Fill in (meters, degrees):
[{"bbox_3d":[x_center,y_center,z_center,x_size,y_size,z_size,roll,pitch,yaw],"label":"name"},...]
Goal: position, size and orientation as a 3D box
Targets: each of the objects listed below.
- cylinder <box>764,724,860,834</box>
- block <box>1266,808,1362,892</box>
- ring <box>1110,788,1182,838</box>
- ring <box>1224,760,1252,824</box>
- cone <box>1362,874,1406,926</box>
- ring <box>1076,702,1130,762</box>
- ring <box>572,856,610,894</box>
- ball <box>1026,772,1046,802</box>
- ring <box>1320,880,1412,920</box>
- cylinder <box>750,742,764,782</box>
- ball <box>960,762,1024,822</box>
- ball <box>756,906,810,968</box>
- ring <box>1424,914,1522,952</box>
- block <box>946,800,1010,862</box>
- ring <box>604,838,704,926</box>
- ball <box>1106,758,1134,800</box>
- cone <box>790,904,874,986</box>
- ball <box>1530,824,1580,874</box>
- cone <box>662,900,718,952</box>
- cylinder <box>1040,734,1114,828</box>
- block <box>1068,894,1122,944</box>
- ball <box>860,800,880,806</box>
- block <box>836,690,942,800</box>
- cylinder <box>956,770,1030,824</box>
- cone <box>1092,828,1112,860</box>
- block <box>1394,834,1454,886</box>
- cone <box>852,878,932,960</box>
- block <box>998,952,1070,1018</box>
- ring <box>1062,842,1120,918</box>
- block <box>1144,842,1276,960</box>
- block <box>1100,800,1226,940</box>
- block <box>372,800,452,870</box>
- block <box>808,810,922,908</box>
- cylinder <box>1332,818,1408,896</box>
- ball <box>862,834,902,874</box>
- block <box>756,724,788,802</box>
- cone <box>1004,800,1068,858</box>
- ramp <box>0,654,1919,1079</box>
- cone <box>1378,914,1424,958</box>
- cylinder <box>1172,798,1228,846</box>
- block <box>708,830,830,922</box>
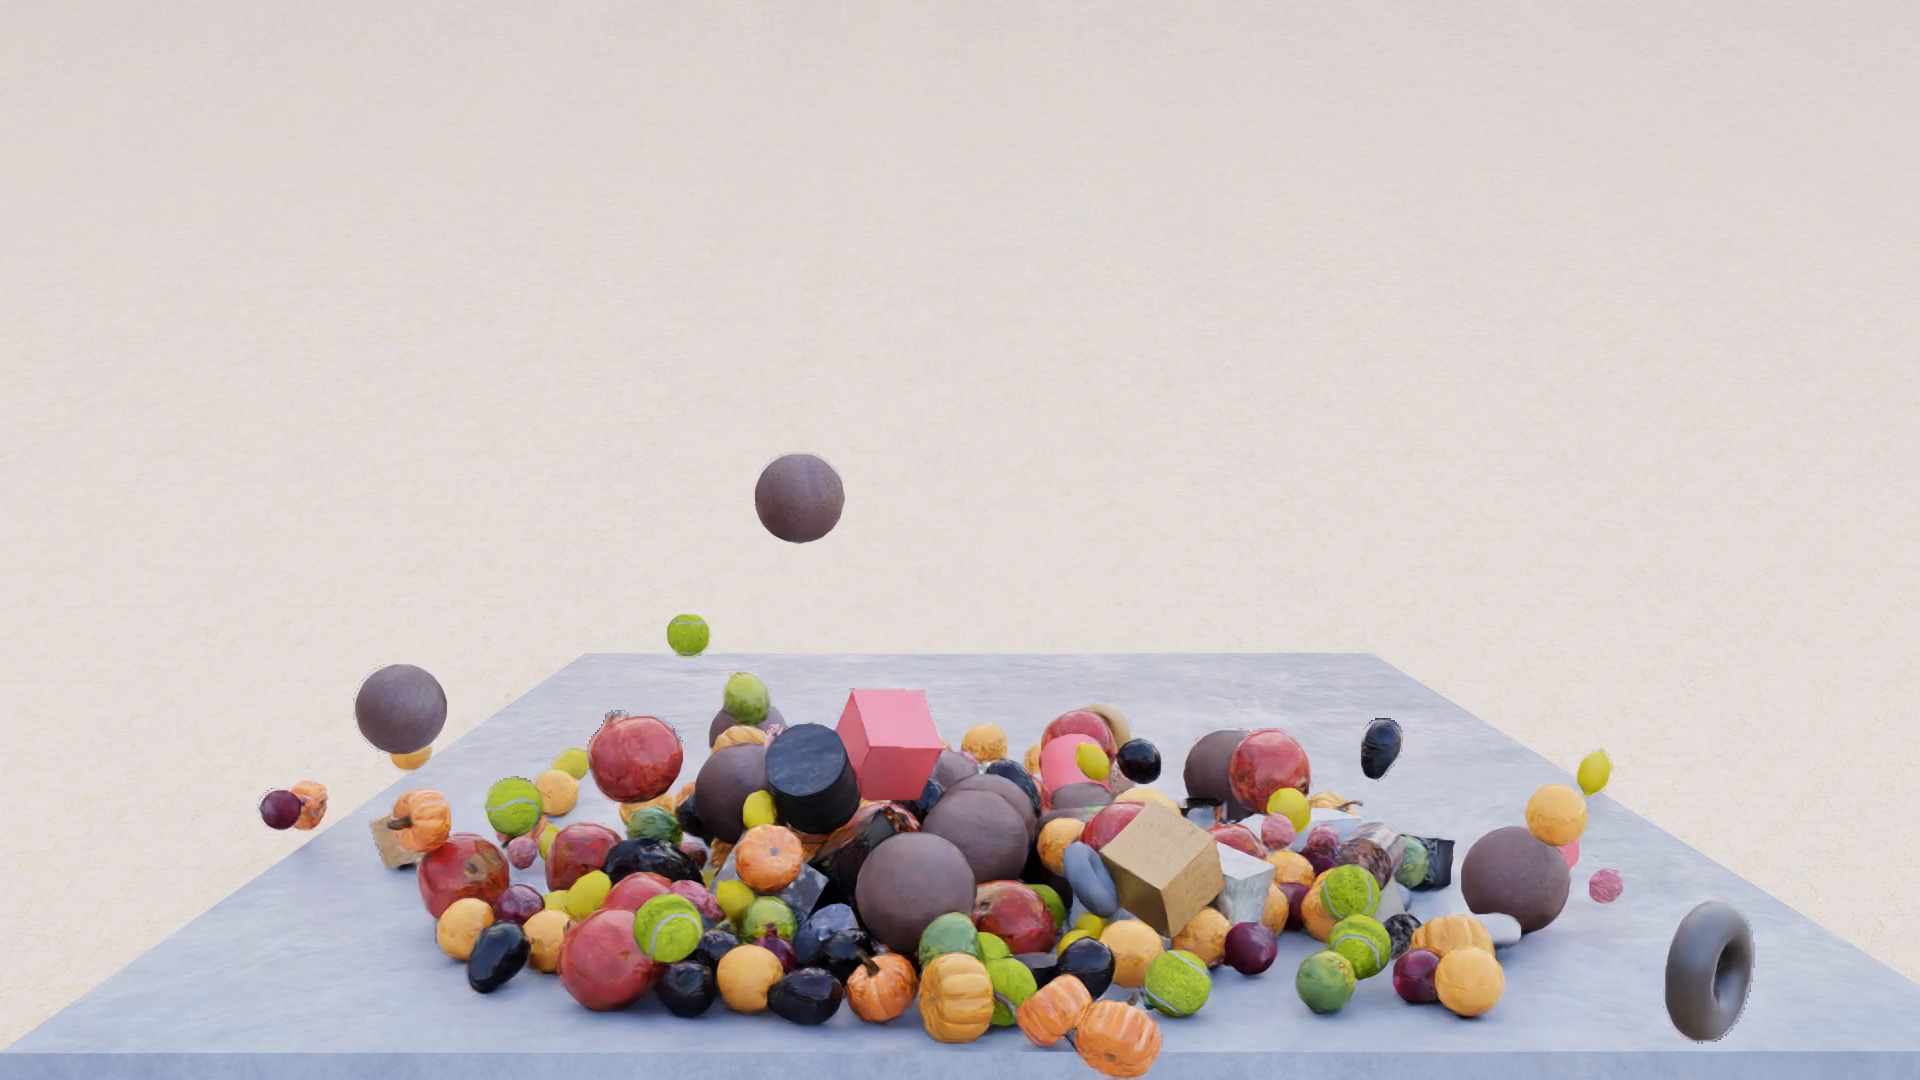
[{"bbox_3d":[-0.173,0.282,3.028,0.096,0.096,0.096,-5,55,7],"label":"cylinder"},{"bbox_3d":[0.470,0.410,3.417,0.092,0.092,0.092,-1,3,-20],"label":"block"},{"bbox_3d":[0.244,0.373,3.363,0.105,0.105,0.035,10,20,24],"label":"ring"},{"bbox_3d":[0.410,0.375,3.816,0.033,0.098,0.098,13,23,7],"label":"ring"},{"bbox_3d":[0.523,0.437,3.131,0.060,0.060,0.060,9,0,0],"label":"cone"},{"bbox_3d":[0.220,0.295,3.961,0.094,0.094,0.031,13,9,30],"label":"ring"},{"bbox_3d":[-0.453,0.440,3.380,0.114,0.038,0.114,-1,4,0],"label":"ring"},{"bbox_3d":[0.133,0.390,3.920,0.078,0.078,0.078,0,21,0],"label":"ball"},{"bbox_3d":[0.508,0.448,3.216,0.114,0.038,0.114,1,3,0],"label":"ring"},{"bbox_3d":[-0.303,0.375,4.291,0.069,0.069,0.069,1,20,26],"label":"cylinder"},{"bbox_3d":[0.047,0.369,3.735,0.092,0.092,0.092,0,21,0],"label":"ball"},{"bbox_3d":[-0.196,0.449,2.909,0.070,0.070,0.070,0,21,0],"label":"ball"},{"bbox_3d":[0.591,0.454,2.967,0.112,0.037,0.112,-3,-14,-1],"label":"ring"},{"bbox_3d":[0.026,0.404,3.564,0.057,0.057,0.057,34,6,10],"label":"block"},{"bbox_3d":[-0.373,0.416,3.129,0.131,0.131,0.044,7,39,18],"label":"ring"},{"bbox_3d":[0.228,0.381,4.001,0.088,0.088,0.088,0,21,0],"label":"ball"},{"bbox_3d":[-0.125,0.467,2.849,0.092,0.092,0.092,-18,41,-38],"label":"cone"},{"bbox_3d":[0.805,0.419,3.479,0.067,0.067,0.067,0,21,0],"label":"ball"},{"bbox_3d":[-0.308,0.437,2.824,0.059,0.059,0.059,-40,16,14],"label":"cone"},{"bbox_3d":[0.162,0.337,3.596,0.093,0.093,0.093,-2,41,-6],"label":"cylinder"},{"bbox_3d":[0.163,0.437,3.058,0.057,0.057,0.057,10,19,5],"label":"block"},{"bbox_3d":[-0.149,0.383,4.076,0.075,0.075,0.075,0,21,0],"label":"ball"},{"bbox_3d":[-0.090,0.250,3.133,0.094,0.094,0.094,4,42,-24],"label":"block"},{"bbox_3d":[0.049,0.389,3.829,0.083,0.083,0.083,-6,22,-26],"label":"cylinder"},{"bbox_3d":[0.201,0.427,3.520,0.085,0.085,0.085,-23,24,-3],"label":"cone"},{"bbox_3d":[0.609,0.423,3.398,0.060,0.060,0.060,3,-6,41],"label":"block"},{"bbox_3d":[-0.071,0.459,2.984,0.095,0.095,0.095,-4,30,-10],"label":"cone"},{"bbox_3d":[0.078,0.468,2.702,0.052,0.052,0.052,-2,8,-34],"label":"block"},{"bbox_3d":[0.145,0.376,2.841,0.030,0.091,0.091,-32,17,14],"label":"ring"},{"bbox_3d":[0.292,0.417,3.003,0.099,0.099,0.099,21,13,29],"label":"block"},{"bbox_3d":[0.229,0.371,2.896,0.092,0.092,0.092,29,59,37],"label":"block"},{"bbox_3d":[-0.756,0.405,3.544,0.068,0.068,0.068,-19,-1,19],"label":"block"},{"bbox_3d":[-0.117,0.397,3.088,0.090,0.090,0.090,-33,5,21],"label":"block"},{"bbox_3d":[0.509,0.394,3.188,0.073,0.073,0.073,11,28,26],"label":"cylinder"},{"bbox_3d":[-0.105,0.425,3.476,0.056,0.056,0.056,0,21,0],"label":"ball"},{"bbox_3d":[-0.238,0.314,3.574,0.075,0.075,0.075,11,50,1],"label":"block"},{"bbox_3d":[0.125,0.421,3.568,0.089,0.089,0.089,-18,34,-39],"label":"cone"},{"bbox_3d":[0.049,0.446,4.532,2.000,0.100,4.000,0,3,0],"label":"ramp"},{"bbox_3d":[0.520,0.468,2.985,0.053,0.053,0.053,14,-17,32],"label":"cone"},{"bbox_3d":[0.318,0.404,3.488,0.093,0.093,0.093,-3,3,0],"label":"cylinder"},{"bbox_3d":[-0.224,0.403,2.998,0.084,0.084,0.084,37,-12,-29],"label":"block"}]
